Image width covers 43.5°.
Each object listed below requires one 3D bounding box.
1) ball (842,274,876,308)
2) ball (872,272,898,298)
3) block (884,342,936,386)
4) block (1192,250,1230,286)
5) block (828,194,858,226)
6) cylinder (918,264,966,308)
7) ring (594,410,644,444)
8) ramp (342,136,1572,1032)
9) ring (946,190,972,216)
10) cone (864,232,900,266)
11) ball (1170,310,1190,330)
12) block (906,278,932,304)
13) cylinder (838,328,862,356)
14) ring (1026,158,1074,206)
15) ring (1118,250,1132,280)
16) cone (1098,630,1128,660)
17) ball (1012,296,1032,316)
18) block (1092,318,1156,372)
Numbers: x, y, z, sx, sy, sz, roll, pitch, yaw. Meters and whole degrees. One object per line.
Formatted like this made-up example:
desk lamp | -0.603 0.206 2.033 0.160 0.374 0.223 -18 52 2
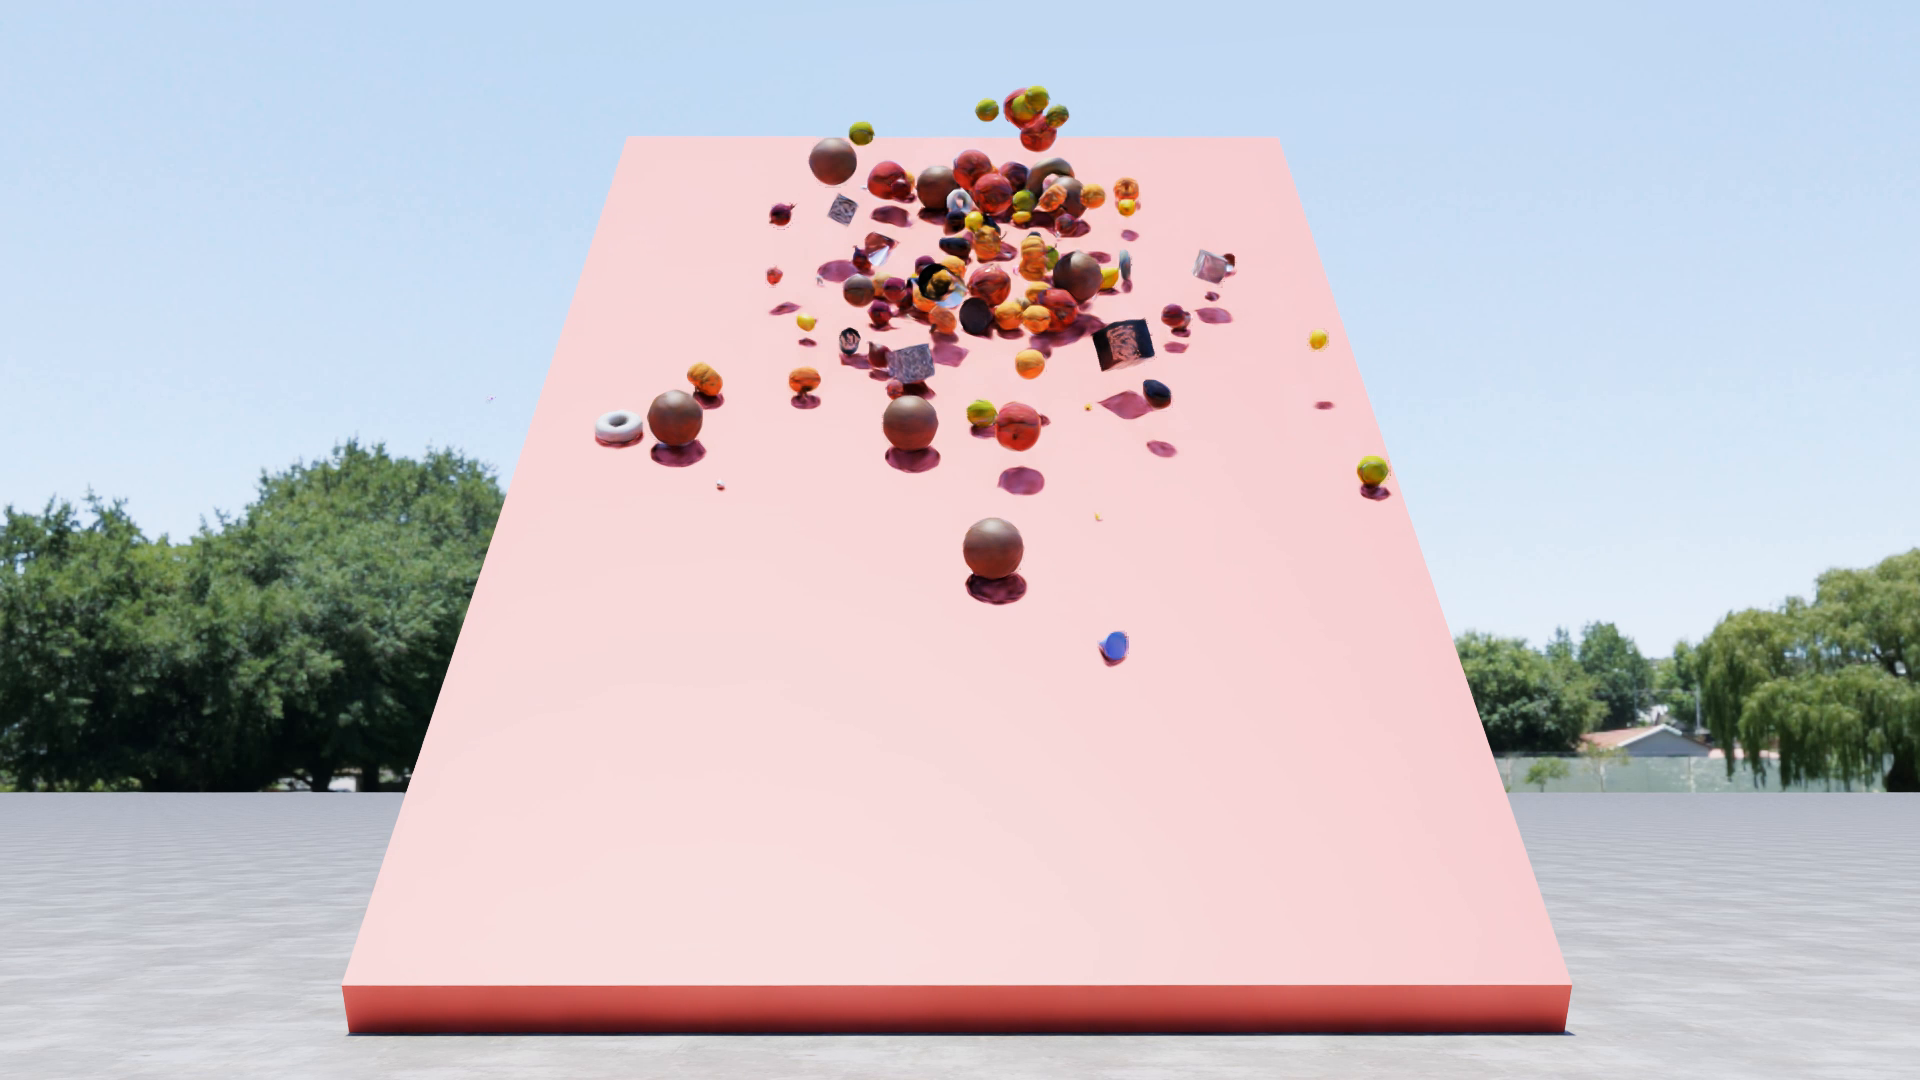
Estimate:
ball | -0.253 -0.621 6.000 0.084 0.084 0.084 0 -6 0
ball | -0.199 -0.670 6.313 0.070 0.070 0.070 0 -6 0
block | -0.121 -0.427 5.838 0.082 0.082 0.082 -17 7 -25
block | 0.648 -0.708 6.243 0.065 0.065 0.065 17 16 -15
block | -0.317 -0.892 6.505 0.064 0.064 0.064 26 13 -8
cylinder | -0.045 -0.637 6.035 0.091 0.091 0.091 -3 -10 24
ring | -0.797 -0.264 5.620 0.116 0.039 0.116 -2 33 1
ramp | -0.013 -0.214 5.678 2.000 0.100 4.000 0 29 0
ring | -0.001 -0.951 6.793 0.081 0.081 0.027 3 -7 -27
cone | -0.189 -0.785 6.416 0.094 0.094 0.094 -6 12 46
ball | 0.561 -0.563 6.144 0.054 0.054 0.054 0 -6 0
block | -0.104 -0.651 6.291 0.053 0.053 0.053 -7 31 -24
cylinder | -0.276 -0.495 5.997 0.052 0.052 0.052 1 -28 -13
ring | 0.256 -1.015 6.822 0.148 0.148 0.049 3 29 -27
ring | 0.439 -0.733 6.399 0.026 0.079 0.079 -7 -7 9
cone | 0.293 0.208 4.792 0.057 0.057 0.057 4 -2 -37
ball | 0.160 -0.604 6.218 0.051 0.051 0.051 0 -6 0
block | 0.393 -0.469 5.786 0.096 0.096 0.096 -10 -8 -36
